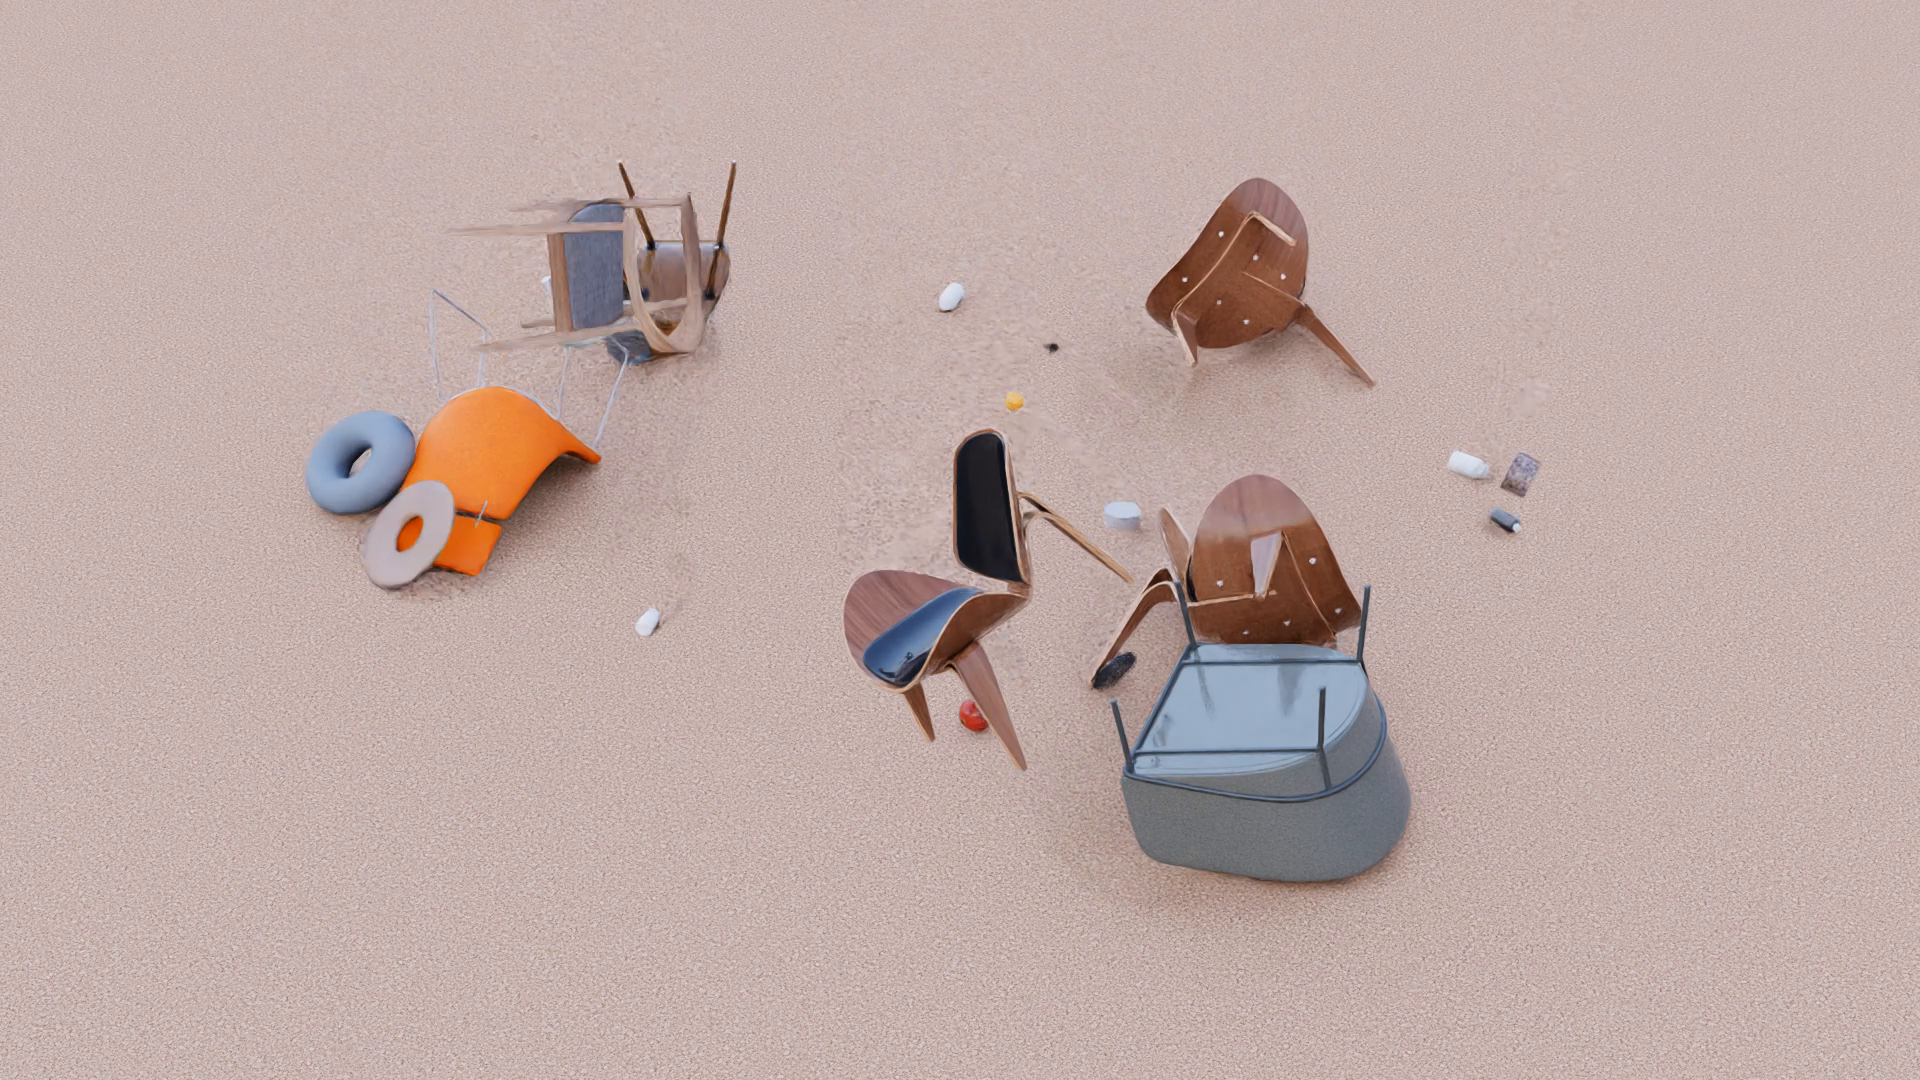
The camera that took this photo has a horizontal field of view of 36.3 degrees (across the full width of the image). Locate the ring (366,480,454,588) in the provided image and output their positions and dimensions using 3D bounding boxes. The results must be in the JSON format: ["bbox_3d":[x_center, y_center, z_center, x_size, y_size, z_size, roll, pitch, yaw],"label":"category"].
[{"bbox_3d":[-2.007,-0.022,10.694,0.466,0.066,0.436,-17,55,35],"label":"ring"}]

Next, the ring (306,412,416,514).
[{"bbox_3d":[-2.266,-0.293,11.082,0.484,0.165,0.405,-17,61,25],"label":"ring"}]

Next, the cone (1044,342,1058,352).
[{"bbox_3d":[0.368,-0.799,12.140,0.050,0.036,0.065,15,-8,-35],"label":"cone"}]

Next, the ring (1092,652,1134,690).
[{"bbox_3d":[0.528,0.452,10.096,0.043,0.180,0.182,51,28,15],"label":"ring"}]

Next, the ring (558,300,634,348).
[{"bbox_3d":[-1.429,-0.849,11.527,0.387,0.168,0.048,-29,50,-36],"label":"ring"}]

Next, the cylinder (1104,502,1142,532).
[{"bbox_3d":[0.611,-0.085,10.986,0.133,0.078,0.086,5,47,12],"label":"cylinder"}]

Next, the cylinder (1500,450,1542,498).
[{"bbox_3d":[2.120,-0.247,11.080,0.094,0.148,0.186,27,31,10],"label":"cylinder"}]
